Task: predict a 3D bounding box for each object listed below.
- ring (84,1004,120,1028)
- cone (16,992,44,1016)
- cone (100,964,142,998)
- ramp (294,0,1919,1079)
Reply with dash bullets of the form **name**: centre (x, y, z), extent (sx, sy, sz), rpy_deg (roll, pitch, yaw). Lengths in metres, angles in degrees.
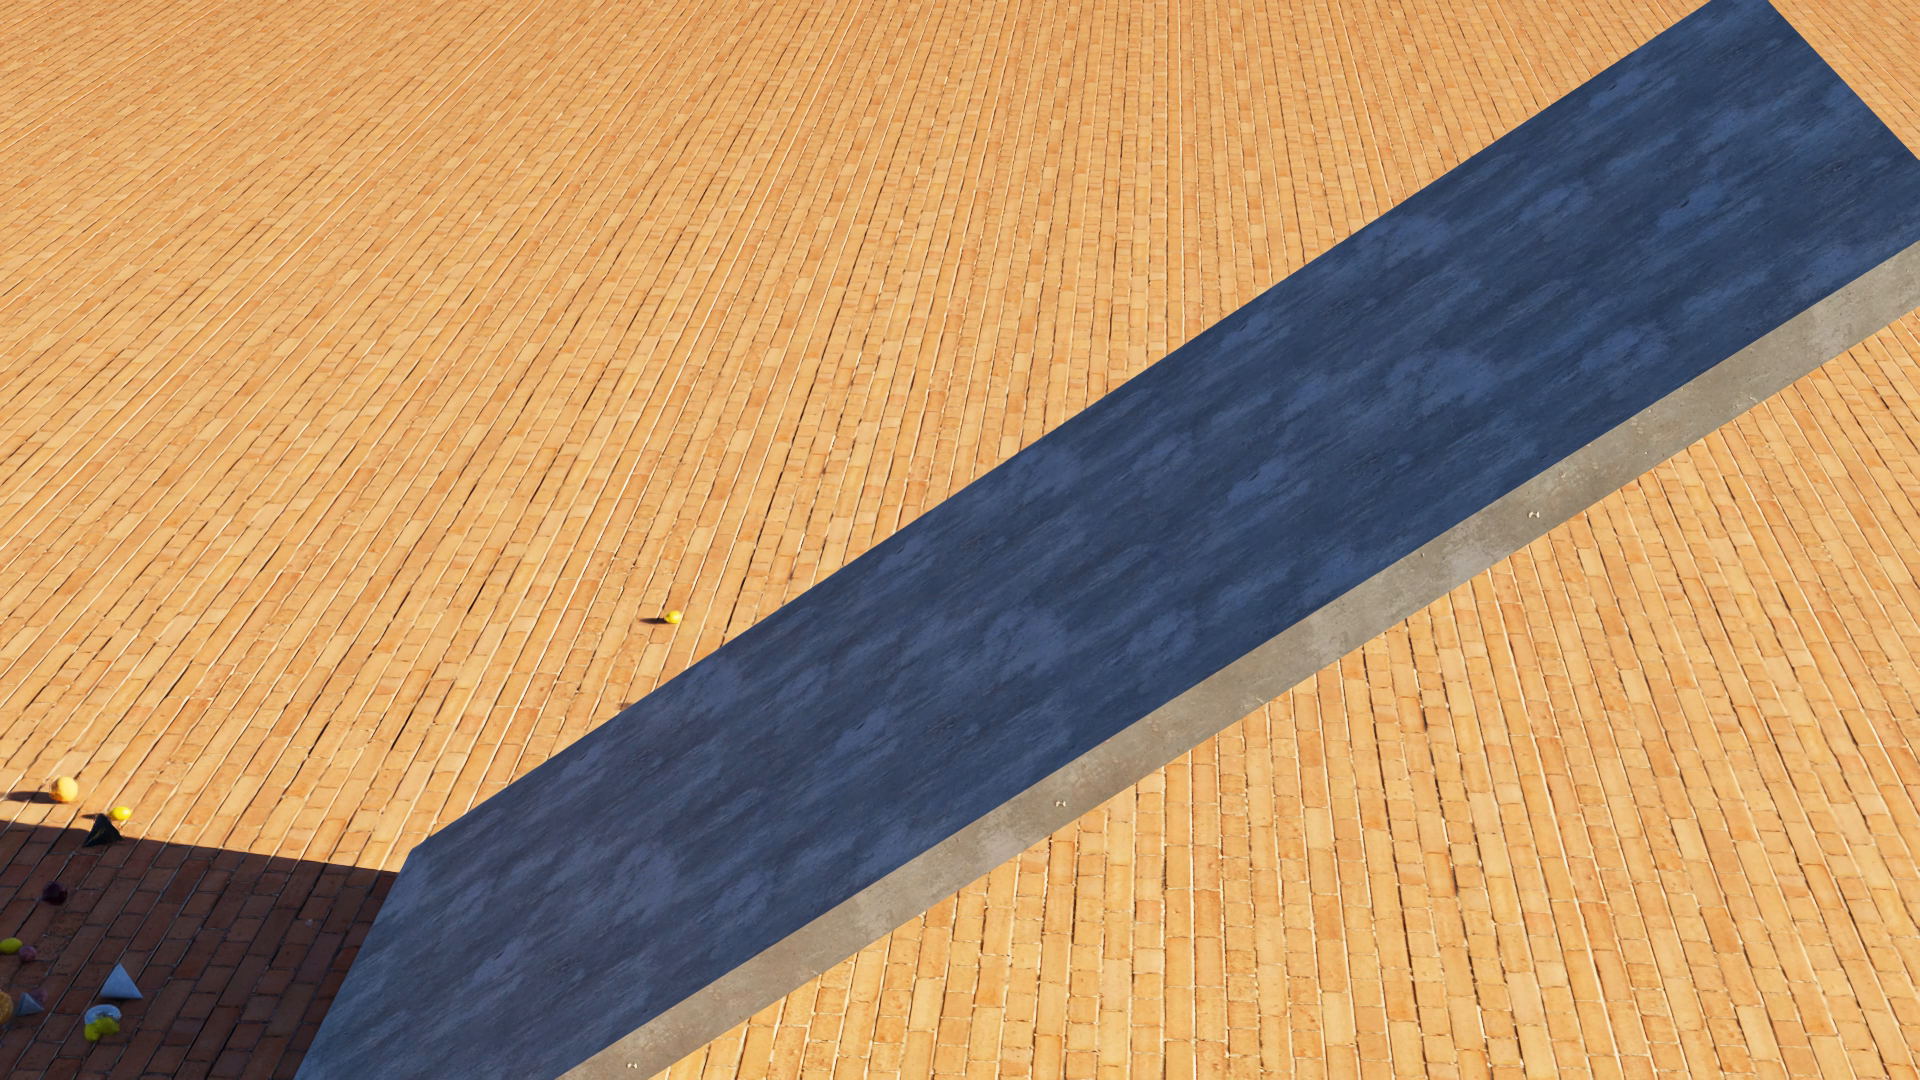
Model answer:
- **ring**: centre (-2.069, 1.150, 7.098), extent (0.085, 0.028, 0.085), rpy_deg (0, 23, 0)
- **cone**: centre (-2.249, 1.135, 7.138), extent (0.060, 0.060, 0.060), rpy_deg (25, 10, -27)
- **cone**: centre (-2.039, 1.101, 7.202), extent (0.094, 0.094, 0.094), rpy_deg (28, 24, -1)
- **ramp**: centre (0.134, 0.175, 6.310), extent (4.000, 0.100, 2.000), rpy_deg (-33, 16, 15)
